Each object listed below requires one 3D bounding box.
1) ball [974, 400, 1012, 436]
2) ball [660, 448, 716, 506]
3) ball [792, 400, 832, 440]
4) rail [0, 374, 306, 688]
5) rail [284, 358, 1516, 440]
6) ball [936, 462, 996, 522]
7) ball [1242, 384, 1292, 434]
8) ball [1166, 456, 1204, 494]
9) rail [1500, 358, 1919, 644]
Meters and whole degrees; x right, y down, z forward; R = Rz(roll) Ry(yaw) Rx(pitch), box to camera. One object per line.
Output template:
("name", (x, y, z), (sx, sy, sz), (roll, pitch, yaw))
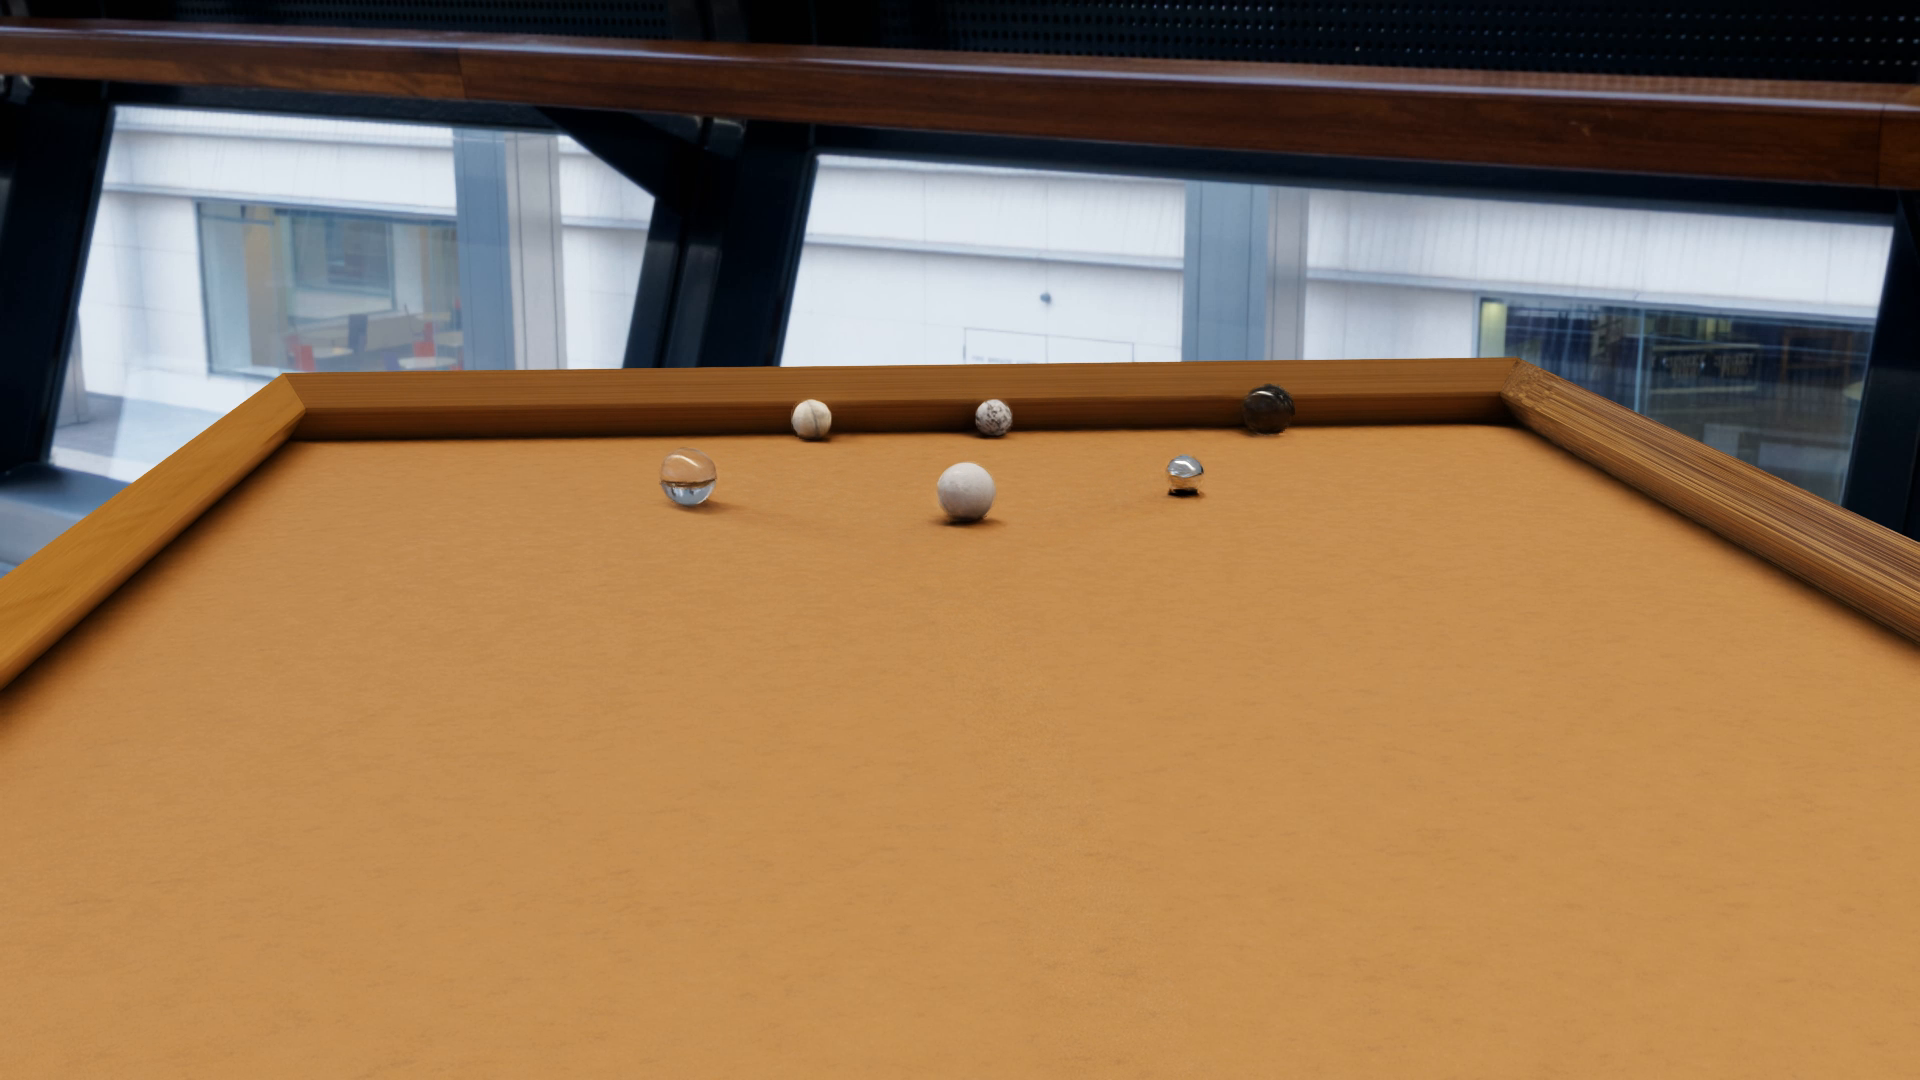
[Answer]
("ball", (0.060, -0.219, 3.952), (0.067, 0.067, 0.067), (0, 13, 0))
("ball", (-0.420, -0.097, 3.398), (0.088, 0.088, 0.088), (0, 13, 0))
("ball", (-0.264, -0.214, 3.921), (0.071, 0.071, 0.071), (0, 13, 0))
("rail", (-1.012, 0.236, 1.932), (0.045, 0.119, 4.094), (-1, 13, -5))
("rail", (-0.082, -0.254, 3.980), (2.245, 0.119, 0.045), (-1, 13, -5))
("ball", (0.008, -0.072, 3.289), (0.088, 0.088, 0.088), (0, 13, 0))
("ball", (0.554, -0.236, 3.968), (0.092, 0.092, 0.092), (0, 13, 0))
("ball", (0.355, -0.103, 3.474), (0.062, 0.062, 0.062), (0, 13, 0))
("rail", (1.179, 0.194, 2.106), (0.045, 0.119, 4.094), (-1, 13, -5))
